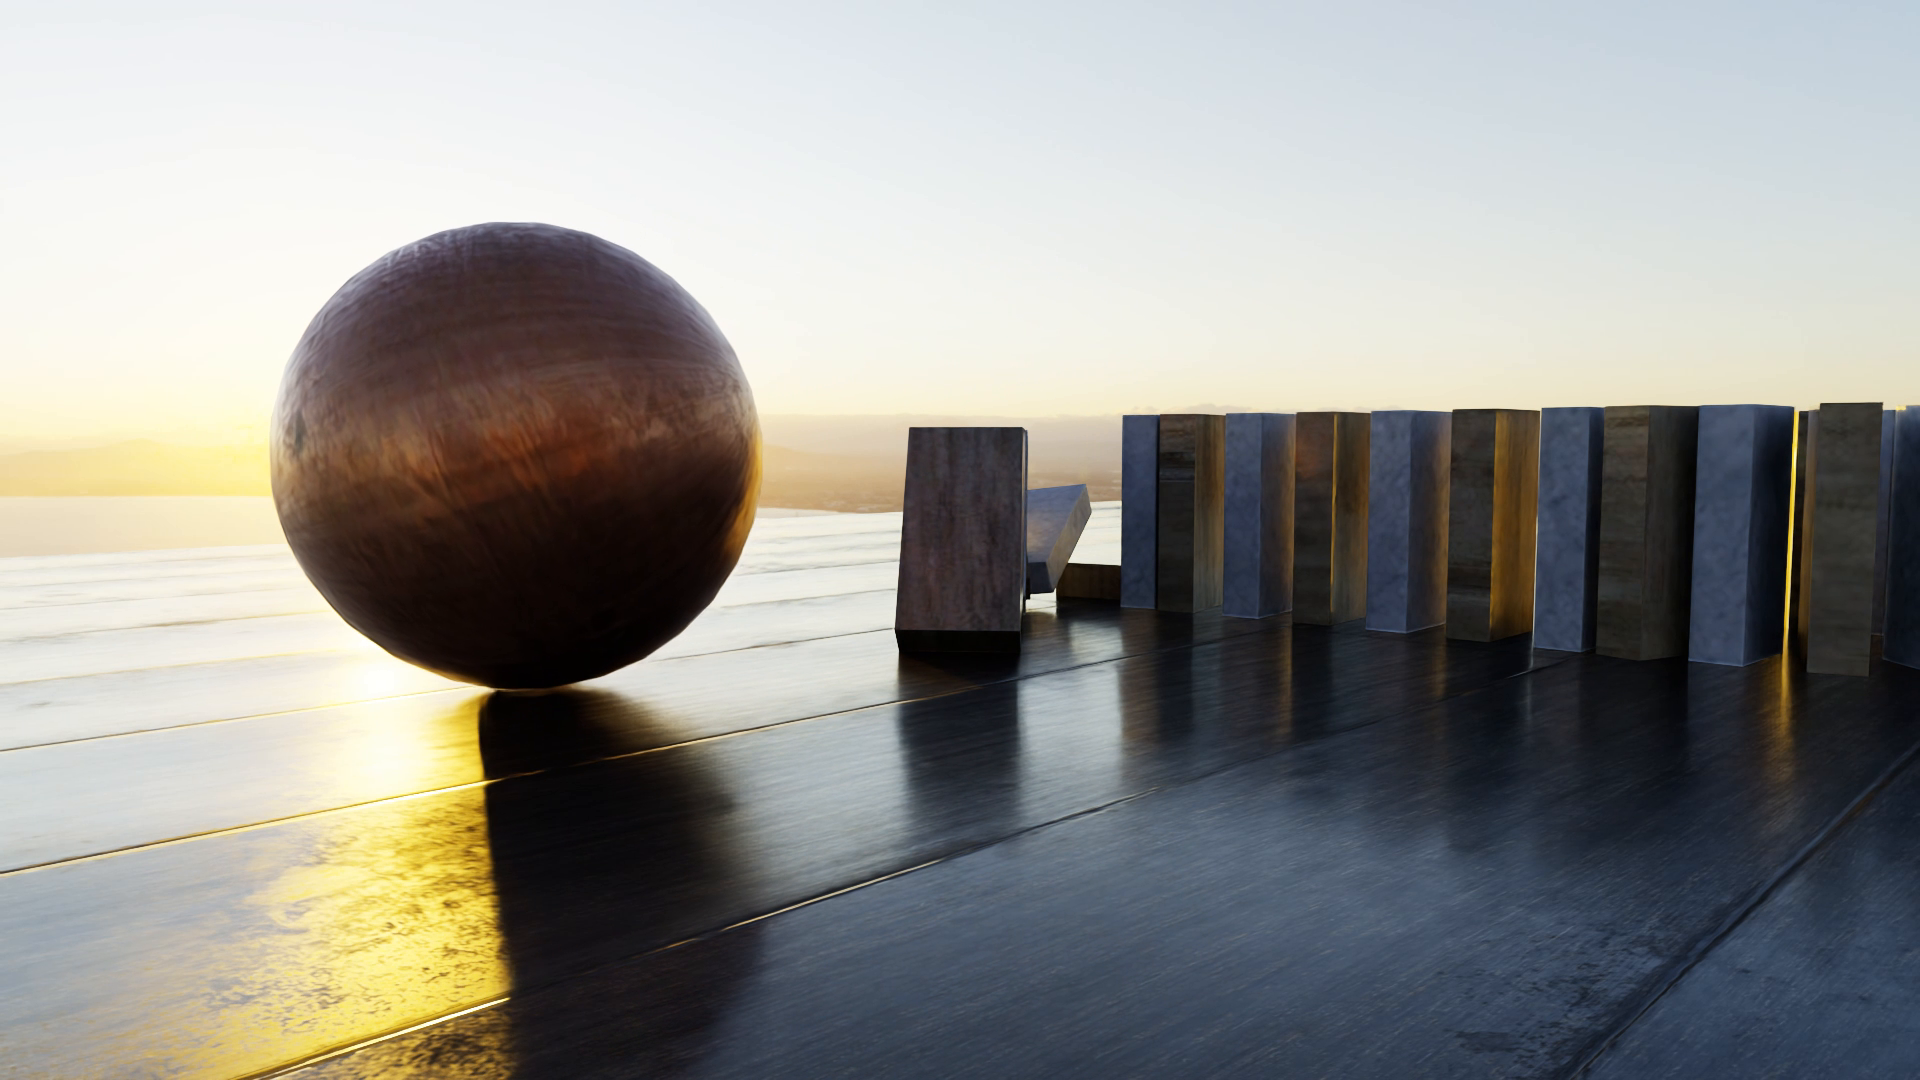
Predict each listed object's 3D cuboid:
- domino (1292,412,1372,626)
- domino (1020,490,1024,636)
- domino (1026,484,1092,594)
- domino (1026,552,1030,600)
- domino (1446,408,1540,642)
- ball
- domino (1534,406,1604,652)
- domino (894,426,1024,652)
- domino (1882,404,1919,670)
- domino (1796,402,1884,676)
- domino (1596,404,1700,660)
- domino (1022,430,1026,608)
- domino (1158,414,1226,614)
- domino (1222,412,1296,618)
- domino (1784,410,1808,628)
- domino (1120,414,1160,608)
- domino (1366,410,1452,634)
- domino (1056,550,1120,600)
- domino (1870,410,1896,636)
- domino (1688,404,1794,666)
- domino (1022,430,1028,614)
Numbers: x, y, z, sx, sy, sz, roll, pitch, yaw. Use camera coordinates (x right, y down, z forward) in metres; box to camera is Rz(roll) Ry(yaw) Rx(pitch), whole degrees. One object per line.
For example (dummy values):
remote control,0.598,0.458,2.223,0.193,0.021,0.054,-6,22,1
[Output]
domino,0.091,-0.006,0.311,0.009,0.050,0.025,4,6,40
domino,0.002,-0.003,0.295,0.025,0.050,0.009,0,-31,4
domino,0.020,0.000,0.366,0.025,0.009,0.050,-5,25,22
domino,0.004,-0.006,0.345,0.025,0.050,0.009,-5,-39,1
domino,0.119,-0.004,0.286,0.009,0.050,0.025,4,6,44
ball,-0.075,-0.014,0.222,0.080,0.080,0.080,0,4,0
domino,0.132,-0.003,0.273,0.010,0.050,0.025,4,6,45
domino,0.001,-0.001,0.272,0.025,0.050,0.009,0,-31,4
domino,0.186,0.000,0.239,0.009,0.050,0.025,1,4,7
domino,0.168,-0.001,0.246,0.010,0.050,0.025,2,5,29
domino,0.142,-0.002,0.260,0.025,0.050,0.009,-2,5,-27
domino,0.003,-0.004,0.318,0.025,0.050,0.009,0,-31,4
domino,0.061,-0.008,0.334,0.010,0.050,0.025,3,5,32
domino,0.077,-0.007,0.323,0.009,0.050,0.025,3,5,38
domino,0.198,-0.005,0.306,0.009,0.050,0.025,1,4,9
domino,0.052,-0.008,0.342,0.010,0.050,0.025,2,5,30
domino,0.105,-0.005,0.299,0.009,0.050,0.025,4,6,43
domino,0.050,0.010,0.376,0.025,0.010,0.050,2,5,29
domino,0.212,-0.005,0.294,0.025,0.050,0.009,-3,5,-35
domino,0.156,-0.002,0.255,0.025,0.050,0.009,-4,6,-42
domino,0.005,-0.005,0.330,0.025,0.050,0.010,0,-31,4
